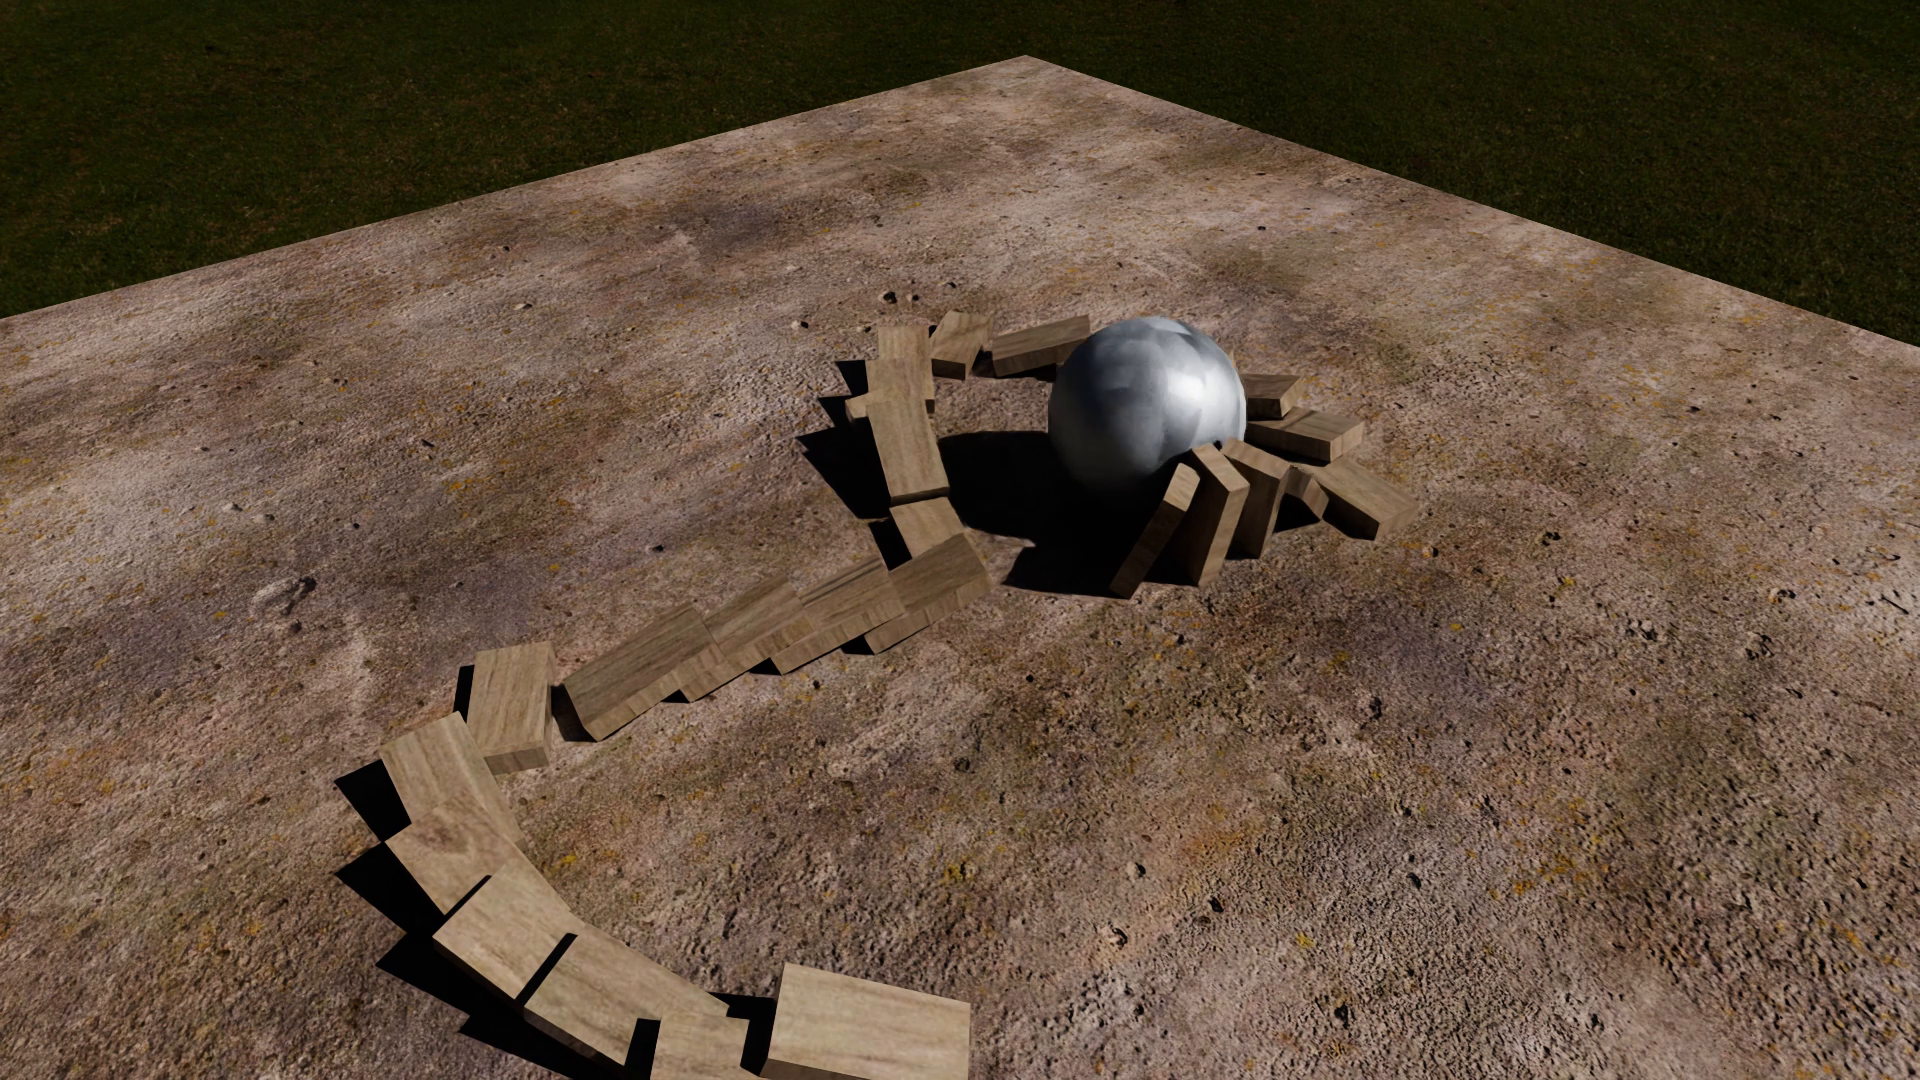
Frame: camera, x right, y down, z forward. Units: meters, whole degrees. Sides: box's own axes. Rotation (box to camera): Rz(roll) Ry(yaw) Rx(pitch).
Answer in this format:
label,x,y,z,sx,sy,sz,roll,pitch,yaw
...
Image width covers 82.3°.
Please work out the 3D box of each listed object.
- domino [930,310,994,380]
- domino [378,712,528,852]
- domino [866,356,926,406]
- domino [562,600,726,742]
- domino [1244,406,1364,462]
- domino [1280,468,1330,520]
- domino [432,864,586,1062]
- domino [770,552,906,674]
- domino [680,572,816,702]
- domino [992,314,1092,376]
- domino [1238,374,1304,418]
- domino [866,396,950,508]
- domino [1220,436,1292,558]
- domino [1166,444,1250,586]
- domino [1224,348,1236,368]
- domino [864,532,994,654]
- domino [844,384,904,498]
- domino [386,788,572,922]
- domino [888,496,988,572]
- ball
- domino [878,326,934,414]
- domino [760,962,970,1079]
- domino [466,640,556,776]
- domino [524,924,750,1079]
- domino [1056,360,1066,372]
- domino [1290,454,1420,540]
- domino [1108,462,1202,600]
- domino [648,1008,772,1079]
label,x,y,z,sx,sy,sz,roll,pitch,yaw
domino,-0.002,-0.101,0.566,0.025,0.010,0.050,11,41,13
domino,-0.155,0.079,0.337,0.025,0.009,0.050,-26,61,-28
domino,-0.029,-0.062,0.508,0.025,0.009,0.050,-5,57,-6
domino,-0.109,0.044,0.378,0.050,0.010,0.025,-33,48,-12
domino,0.152,-0.049,0.494,0.025,0.010,0.050,-28,32,-30
domino,0.132,-0.021,0.444,0.025,0.009,0.050,25,3,27
domino,-0.112,0.113,0.295,0.050,0.010,0.025,32,47,10
domino,-0.047,0.026,0.400,0.050,0.010,0.025,-27,44,-5
domino,-0.079,0.034,0.391,0.050,0.010,0.025,-30,46,-8
domino,0.042,-0.098,0.551,0.050,0.009,0.025,-12,36,11
domino,0.131,-0.068,0.515,0.050,0.009,0.025,9,37,38
domino,-0.023,-0.038,0.469,0.025,0.009,0.050,-11,58,-10
domino,0.111,-0.016,0.429,0.025,0.050,0.009,28,61,23
domino,0.093,-0.009,0.420,0.010,0.050,0.025,-16,49,-21
domino,0.104,-0.081,0.531,0.050,0.009,0.025,2,36,31
domino,-0.015,0.019,0.407,0.050,0.010,0.025,-29,44,-3
domino,-0.030,-0.044,0.485,0.025,0.010,0.050,-19,60,-15
domino,-0.137,0.097,0.313,0.050,0.009,0.025,41,52,17
domino,-0.009,0.003,0.440,0.025,0.010,0.050,-12,41,-14
ball,0.076,-0.050,0.449,0.080,0.080,0.080,0,39,0
domino,-0.026,-0.083,0.535,0.025,0.010,0.050,-3,54,-3
domino,-0.023,0.126,0.277,0.050,0.009,0.025,17,36,-10
domino,-0.152,0.057,0.374,0.025,0.009,0.050,-9,40,-10
domino,-0.082,0.123,0.282,0.050,0.009,0.025,28,44,6
domino,0.075,-0.091,0.543,0.050,0.010,0.025,-4,36,23
domino,0.166,-0.021,0.469,0.025,0.010,0.050,-23,44,-25
domino,0.073,-0.003,0.415,0.010,0.050,0.025,29,44,4
domino,-0.051,0.133,0.270,0.050,0.009,0.025,13,38,-12
